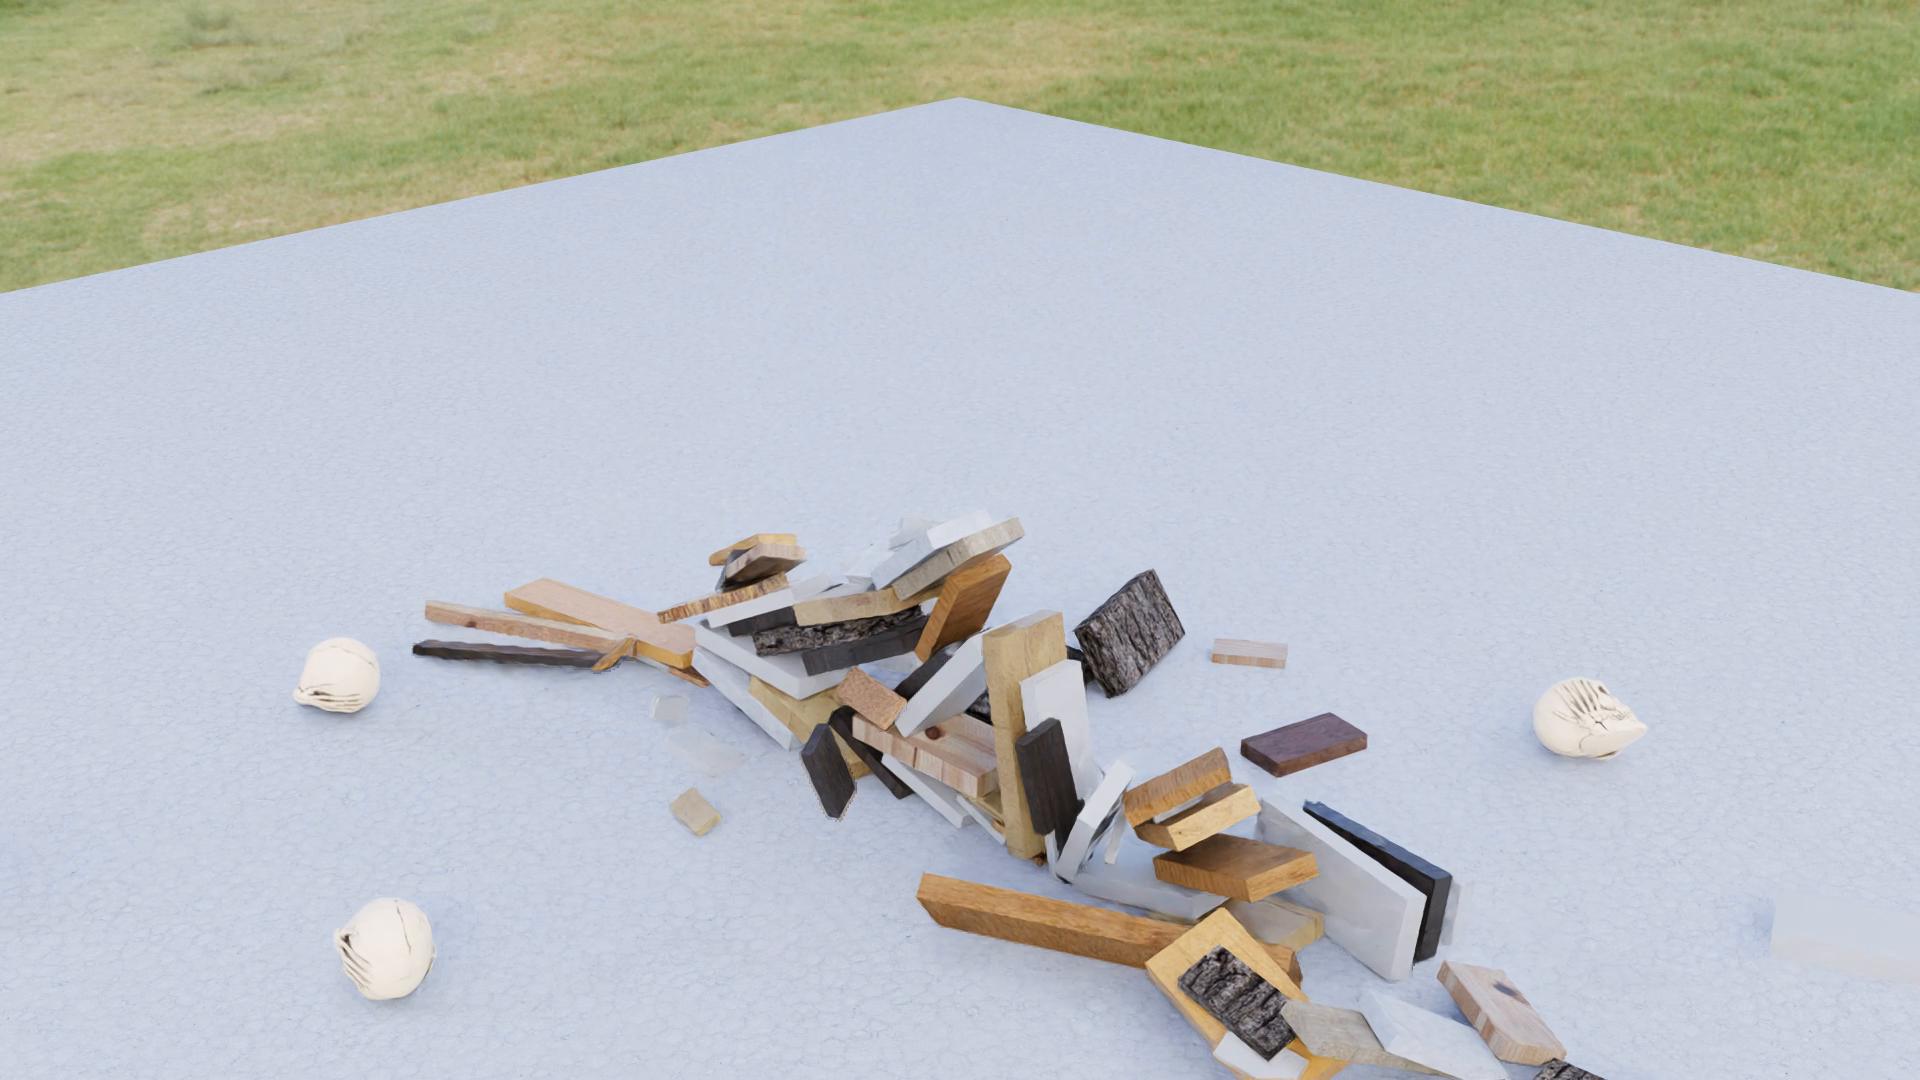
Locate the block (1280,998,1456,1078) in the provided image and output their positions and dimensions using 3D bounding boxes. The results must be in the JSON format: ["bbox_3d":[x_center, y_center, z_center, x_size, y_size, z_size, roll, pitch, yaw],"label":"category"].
[{"bbox_3d":[0.674,0.812,3.582,0.356,0.028,0.100,18,21,-37],"label":"block"}]

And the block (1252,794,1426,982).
[{"bbox_3d":[0.686,0.635,4.047,0.047,0.164,0.417,-3,21,-31],"label":"block"}]

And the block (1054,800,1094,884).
[{"bbox_3d":[0.218,0.577,4.212,0.021,0.145,0.072,5,21,44],"label":"block"}]

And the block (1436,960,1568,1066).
[{"bbox_3d":[0.924,0.809,3.761,0.122,0.035,0.244,13,19,-19],"label":"block"}]

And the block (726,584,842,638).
[{"bbox_3d":[-0.373,0.152,4.729,0.254,0.036,0.127,-15,7,43],"label":"block"}]

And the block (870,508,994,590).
[{"bbox_3d":[-0.056,0.019,4.200,0.138,0.039,0.278,-22,-7,-29],"label":"block"}]

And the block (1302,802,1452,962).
[{"bbox_3d":[0.753,0.628,4.063,0.047,0.164,0.329,-7,22,-38],"label":"block"}]

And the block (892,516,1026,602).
[{"bbox_3d":[-0.005,0.039,4.202,0.138,0.039,0.275,-22,-7,-36],"label":"block"}]

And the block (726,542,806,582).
[{"bbox_3d":[-0.416,0.051,4.707,0.102,0.029,0.204,6,-18,-26],"label":"block"}]

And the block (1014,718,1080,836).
[{"bbox_3d":[0.163,0.441,4.103,0.028,0.198,0.099,13,35,44],"label":"block"}]

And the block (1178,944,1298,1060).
[{"bbox_3d":[0.464,0.756,3.604,0.100,0.028,0.200,-33,50,-28],"label":"block"}]

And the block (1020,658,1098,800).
[{"bbox_3d":[0.189,0.373,4.177,0.037,0.263,0.131,7,22,45],"label":"block"}]

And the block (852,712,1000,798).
[{"bbox_3d":[-0.036,0.405,4.428,0.339,0.048,0.170,22,32,37],"label":"block"}]

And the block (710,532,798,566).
[{"bbox_3d":[-0.462,0.023,4.880,0.086,0.024,0.410,2,-8,-21],"label":"block"}]

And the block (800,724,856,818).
[{"bbox_3d":[-0.253,0.446,4.240,0.024,0.172,0.086,0,39,26],"label":"block"}]

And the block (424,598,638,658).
[{"bbox_3d":[-1.016,0.205,5.175,0.602,0.049,0.014,8,6,25],"label":"block"}]

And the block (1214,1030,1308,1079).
[{"bbox_3d":[0.487,0.840,3.557,0.137,0.019,0.068,25,62,28],"label":"block"}]

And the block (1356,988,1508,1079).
[{"bbox_3d":[0.777,0.822,3.615,0.244,0.035,0.122,24,18,-24],"label":"block"}]

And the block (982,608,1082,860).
[{"bbox_3d":[0.144,0.373,4.225,0.170,0.450,0.048,-21,21,-40],"label":"block"}]

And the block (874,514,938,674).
[{"bbox_3d":[-0.076,0.130,4.973,0.174,0.348,0.049,10,0,-13],"label":"block"}]

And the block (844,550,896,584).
[{"bbox_3d":[-0.166,0.055,4.409,0.073,0.021,0.146,-47,24,-22],"label":"block"}]

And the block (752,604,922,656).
[{"bbox_3d":[-0.262,0.177,4.630,0.175,0.050,0.351,-21,7,-42],"label":"block"}]

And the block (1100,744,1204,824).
[{"bbox_3d":[0.352,0.451,4.079,0.099,0.028,0.278,-26,17,-10],"label":"block"}]

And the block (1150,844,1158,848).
[{"bbox_3d":[0.414,0.545,4.102,0.072,0.021,0.145,-25,0,-23],"label":"block"}]

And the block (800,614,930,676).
[{"bbox_3d":[-0.157,0.210,4.549,0.176,0.050,0.351,-19,2,-39],"label":"block"}]

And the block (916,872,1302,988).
[{"bbox_3d":[0.262,0.703,3.902,0.676,0.167,0.047,9,66,19],"label":"block"}]

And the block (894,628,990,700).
[{"bbox_3d":[-0.043,0.266,4.410,0.131,0.037,0.263,-21,-14,-40],"label":"block"}]

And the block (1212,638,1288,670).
[{"bbox_3d":[0.673,0.263,5.109,0.170,0.024,0.085,5,23,11],"label":"block"}]

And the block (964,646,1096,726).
[{"bbox_3d":[0.123,0.324,4.934,0.174,0.049,0.387,20,30,39],"label":"block"}]

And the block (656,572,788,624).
[{"bbox_3d":[-0.517,0.127,4.778,0.315,0.029,0.102,-16,7,41],"label":"block"}]

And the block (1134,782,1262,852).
[{"bbox_3d":[0.426,0.501,4.034,0.167,0.047,0.335,-25,0,-8],"label":"block"}]

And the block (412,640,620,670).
[{"bbox_3d":[-1.022,0.263,5.059,0.484,0.020,0.070,3,10,14],"label":"block"}]

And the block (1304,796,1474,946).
[{"bbox_3d":[0.796,0.618,4.144,0.035,0.123,0.393,-10,24,-37],"label":"block"}]

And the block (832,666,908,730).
[{"bbox_3d":[-0.184,0.319,4.460,0.073,0.021,0.276,-52,23,-6],"label":"block"}]

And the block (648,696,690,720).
[{"bbox_3d":[-0.633,0.365,4.797,0.014,0.050,0.099,24,13,36],"label":"block"}]

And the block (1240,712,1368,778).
[{"bbox_3d":[0.734,0.436,4.689,0.246,0.035,0.123,-14,27,-29],"label":"block"}]
